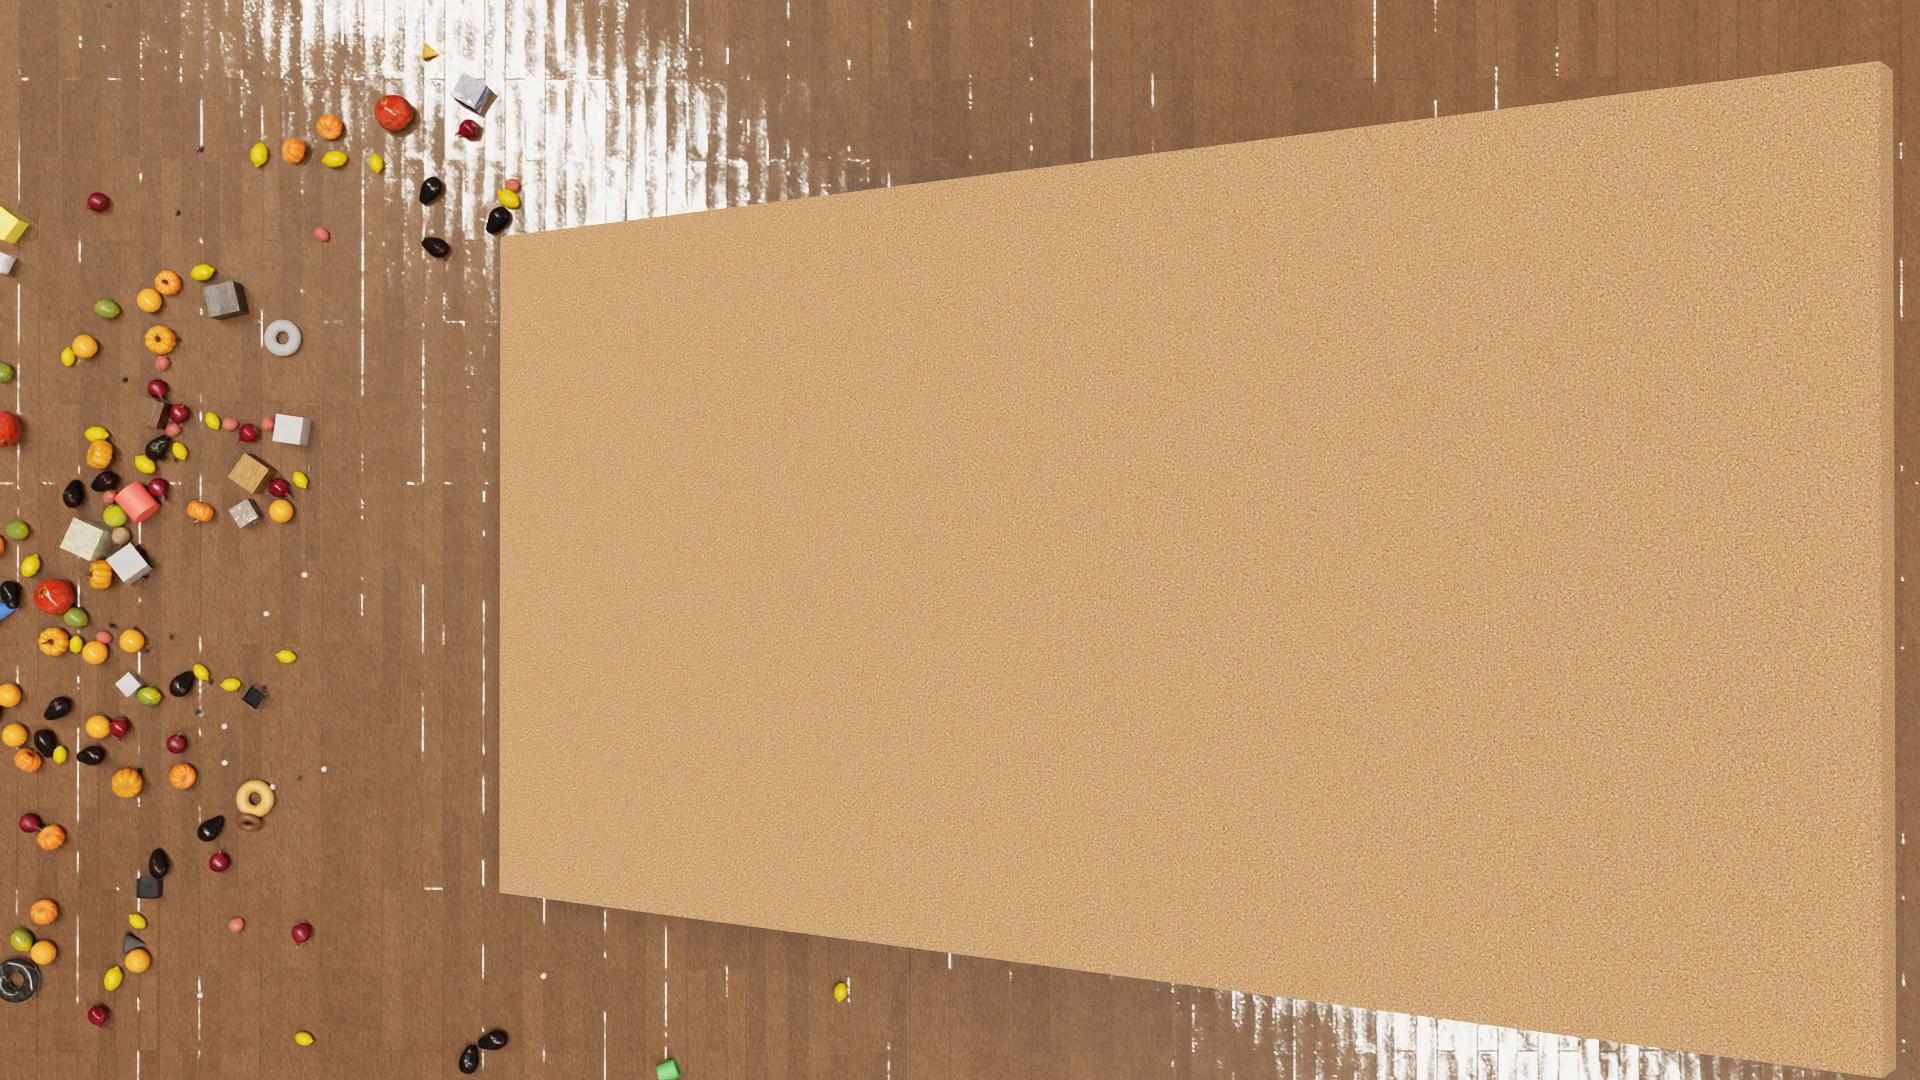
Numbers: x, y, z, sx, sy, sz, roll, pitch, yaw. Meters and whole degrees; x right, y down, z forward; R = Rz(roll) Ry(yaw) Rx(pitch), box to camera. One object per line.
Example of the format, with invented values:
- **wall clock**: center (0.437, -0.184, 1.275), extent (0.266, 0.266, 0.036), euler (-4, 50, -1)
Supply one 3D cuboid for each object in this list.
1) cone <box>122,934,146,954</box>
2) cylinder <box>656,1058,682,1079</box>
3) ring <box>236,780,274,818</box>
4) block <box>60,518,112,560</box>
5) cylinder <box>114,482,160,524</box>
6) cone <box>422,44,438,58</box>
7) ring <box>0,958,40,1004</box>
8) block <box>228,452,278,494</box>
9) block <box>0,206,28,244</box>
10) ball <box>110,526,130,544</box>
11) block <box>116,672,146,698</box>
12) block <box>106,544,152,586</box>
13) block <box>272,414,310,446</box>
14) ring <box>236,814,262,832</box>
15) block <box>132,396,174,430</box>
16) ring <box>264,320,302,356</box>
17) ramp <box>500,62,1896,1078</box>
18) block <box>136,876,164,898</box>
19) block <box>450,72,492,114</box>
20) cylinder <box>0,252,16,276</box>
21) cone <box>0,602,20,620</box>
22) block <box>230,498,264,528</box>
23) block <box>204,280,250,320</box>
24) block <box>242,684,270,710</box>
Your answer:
- **cone**: center (-2.534, 1.242, 6.761), extent (0.067, 0.067, 0.067), euler (8, 90, -26)
- **cylinder**: center (-0.894, 1.630, 6.745), extent (0.057, 0.057, 0.057), euler (-32, 90, 18)
- **ring**: center (-2.167, 0.795, 6.760), extent (0.117, 0.039, 0.117), euler (0, 89, 1)
- **block**: center (-2.670, -0.002, 6.735), extent (0.099, 0.099, 0.099), euler (24, 90, 0)
- **cylinder**: center (-2.522, -0.116, 6.740), extent (0.092, 0.092, 0.092), euler (-41, 90, 0)
- **cone**: center (-1.628, -1.504, 6.785), extent (0.050, 0.050, 0.050), euler (9, 90, -26)
- **ring**: center (-2.896, 1.352, 6.752), extent (0.141, 0.047, 0.141), euler (0, 88, 0)
- **block**: center (-2.167, -0.203, 6.742), extent (0.090, 0.090, 0.090), euler (34, 90, 0)
- **block**: center (-2.929, -0.968, 6.754), extent (0.077, 0.077, 0.077), euler (37, 90, 0)
- **ball**: center (-2.580, -0.014, 6.757), extent (0.056, 0.056, 0.056), euler (0, 90, 0)
- **block**: center (-2.546, 0.443, 6.754), extent (0.055, 0.055, 0.055), euler (-42, 90, 0)
- **block**: center (-2.543, 0.075, 6.732), extent (0.086, 0.086, 0.086), euler (-39, 90, -14)
- **block**: center (-2.050, -0.337, 6.746), extent (0.083, 0.083, 0.083), euler (8, 90, 0)
- **ring**: center (-2.183, 0.867, 6.750), extent (0.075, 0.025, 0.075), euler (0, 134, 0)
- **block**: center (-2.477, -0.392, 6.748), extent (0.080, 0.080, 0.080), euler (19, 90, 0)
- **ring**: center (-2.086, -0.622, 6.771), extent (0.115, 0.038, 0.115), euler (0, 90, -1)
- **ramp**: center (0.235, 0.066, 5.555), extent (4.000, 0.100, 2.000), euler (0, 89, 37)
- **block**: center (-2.485, 1.065, 6.747), extent (0.060, 0.060, 0.060), euler (2, 90, 0)
- **block**: center (-1.501, -1.373, 6.754), extent (0.082, 0.082, 0.082), euler (30, 90, 0)
- **cylinder**: center (-2.940, -0.851, 6.764), extent (0.055, 0.055, 0.055), euler (25, 90, 0)
- **cone**: center (-2.940, 0.214, 6.763), extent (0.090, 0.090, 0.090), euler (-13, 90, -27)
- **block**: center (-2.190, -0.081, 6.753), extent (0.065, 0.065, 0.065), euler (-32, 90, 0)
- **block**: center (-2.250, -0.734, 6.744), extent (0.093, 0.093, 0.093), euler (-13, 90, 0)
- **block**: center (-2.162, 0.482, 6.755), extent (0.052, 0.052, 0.052), euler (35, 90, 0)
